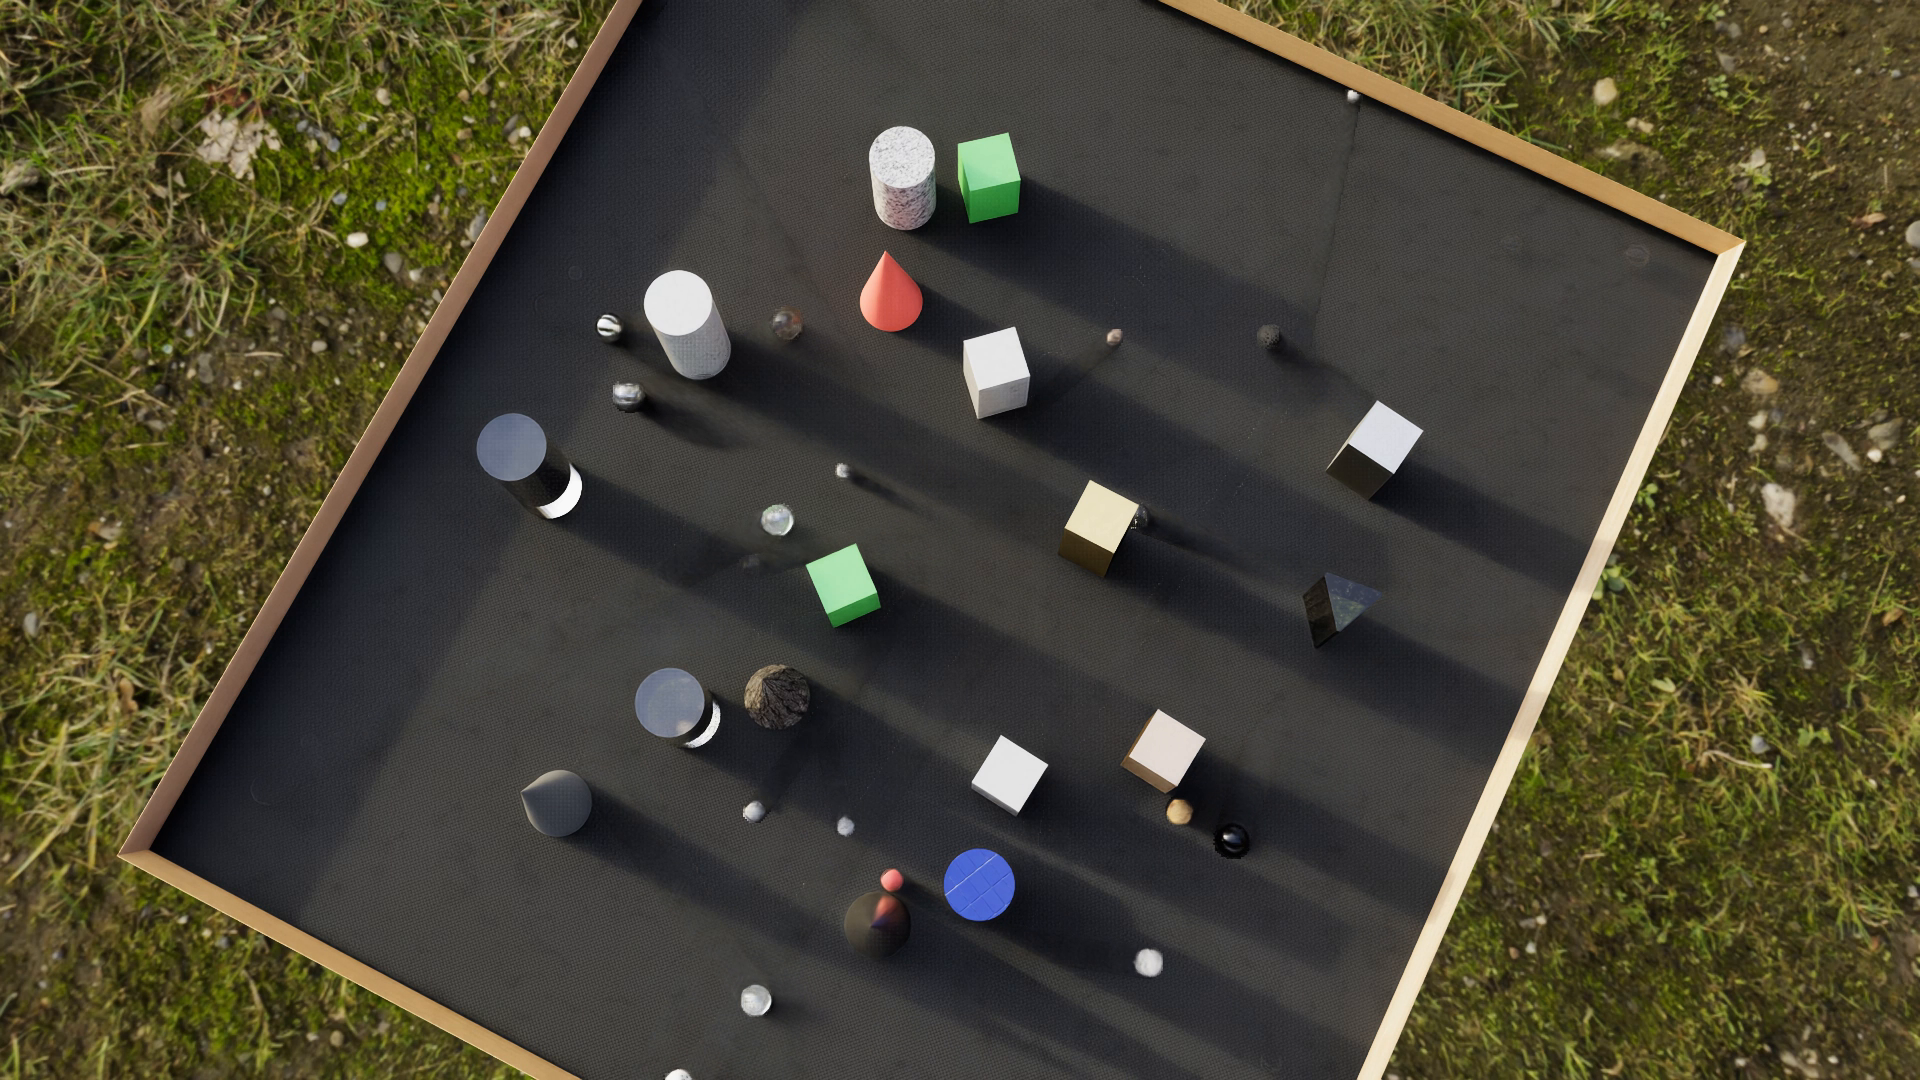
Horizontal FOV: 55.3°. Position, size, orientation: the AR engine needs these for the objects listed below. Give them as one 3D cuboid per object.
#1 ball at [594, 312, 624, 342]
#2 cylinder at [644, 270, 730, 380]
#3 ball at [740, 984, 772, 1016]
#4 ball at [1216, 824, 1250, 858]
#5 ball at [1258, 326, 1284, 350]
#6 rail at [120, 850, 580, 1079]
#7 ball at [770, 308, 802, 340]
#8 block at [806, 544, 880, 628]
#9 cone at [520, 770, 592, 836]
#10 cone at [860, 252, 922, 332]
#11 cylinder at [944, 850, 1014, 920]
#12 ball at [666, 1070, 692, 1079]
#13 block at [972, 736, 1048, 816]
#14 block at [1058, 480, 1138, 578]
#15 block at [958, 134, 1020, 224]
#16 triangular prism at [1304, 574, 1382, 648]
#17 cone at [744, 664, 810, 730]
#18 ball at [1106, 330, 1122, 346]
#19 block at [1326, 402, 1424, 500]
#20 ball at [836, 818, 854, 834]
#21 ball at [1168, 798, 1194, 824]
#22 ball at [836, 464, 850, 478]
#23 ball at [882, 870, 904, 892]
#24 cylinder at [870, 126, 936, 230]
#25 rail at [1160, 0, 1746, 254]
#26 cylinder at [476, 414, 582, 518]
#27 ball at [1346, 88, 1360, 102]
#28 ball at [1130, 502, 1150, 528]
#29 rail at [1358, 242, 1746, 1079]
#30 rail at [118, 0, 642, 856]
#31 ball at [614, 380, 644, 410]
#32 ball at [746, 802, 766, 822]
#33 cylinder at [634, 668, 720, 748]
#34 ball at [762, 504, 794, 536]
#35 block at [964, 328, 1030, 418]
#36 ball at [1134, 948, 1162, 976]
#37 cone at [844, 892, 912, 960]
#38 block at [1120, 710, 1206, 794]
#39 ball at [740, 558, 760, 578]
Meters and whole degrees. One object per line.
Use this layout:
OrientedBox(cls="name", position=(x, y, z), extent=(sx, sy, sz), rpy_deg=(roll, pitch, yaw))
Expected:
OrientedBox(cls="ball", position=(-1.092, -0.662, 5.706), extent=(0.093, 0.093, 0.093), rpy_deg=(0, 78, 0))
OrientedBox(cls="cylinder", position=(-0.816, -0.641, 5.523), extent=(0.197, 0.444, 0.197), rpy_deg=(0, 78, 0))
OrientedBox(cls="ball", position=(-0.590, 1.331, 5.296), extent=(0.089, 0.089, 0.089), rpy_deg=(0, 78, 0))
OrientedBox(cls="ball", position=(0.801, 0.882, 5.384), extent=(0.099, 0.099, 0.099), rpy_deg=(0, 78, 0))
OrientedBox(cls="ball", position=(0.968, -0.628, 5.708), extent=(0.076, 0.076, 0.076), rpy_deg=(0, 78, 0))
OrientedBox(cls="rail", position=(-0.852, 1.676, 5.203), extent=(3.521, 0.128, 0.045), rpy_deg=(26, 80, 5))
OrientedBox(cls="ball", position=(-0.542, -0.673, 5.706), extent=(0.098, 0.098, 0.098), rpy_deg=(0, 78, 0))
OrientedBox(cls="block", position=(-0.344, 0.139, 5.451), extent=(0.158, 0.267, 0.158), rpy_deg=(-23, 79, -5))
OrientedBox(cls="cone", position=(-1.194, 0.734, 5.216), extent=(0.197, 0.487, 0.197), rpy_deg=(0, 78, 0))
OrientedBox(cls="cone", position=(-0.216, -0.797, 5.553), extent=(0.197, 0.448, 0.197), rpy_deg=(0, 78, 0))
OrientedBox(cls="cylinder", position=(0.054, 0.990, 5.245), extent=(0.197, 0.326, 0.197), rpy_deg=(0, 78, 0))
OrientedBox(cls="ball", position=(-0.807, 1.562, 5.251), extent=(0.083, 0.083, 0.083), rpy_deg=(0, 78, 0))
OrientedBox(cls="block", position=(0.142, 0.691, 5.343), extent=(0.158, 0.256, 0.158), rpy_deg=(32, 80, 6))
OrientedBox(cls="block", position=(0.405, -0.027, 5.421), extent=(0.158, 0.393, 0.158), rpy_deg=(28, 80, 5))
OrientedBox(cls="block", position=(0.089, -1.126, 5.714), extent=(0.158, 0.265, 0.158), rpy_deg=(-13, 79, -3))
OrientedBox(cls="triangular prism", position=(1.095, 0.186, 5.404), extent=(0.171, 0.341, 0.148), rpy_deg=(-39, 81, -7))
OrientedBox(cls="cone", position=(-0.551, 0.430, 5.312), extent=(0.197, 0.422, 0.197), rpy_deg=(0, 78, 0))
OrientedBox(cls="ball", position=(0.481, -0.631, 5.723), extent=(0.047, 0.047, 0.047), rpy_deg=(0, 78, 0))
OrientedBox(cls="block", position=(1.237, -0.264, 5.494), extent=(0.158, 0.346, 0.158), rpy_deg=(35, 80, 7))
OrientedBox(cls="ball", position=(-0.340, 0.845, 5.416), extent=(0.050, 0.050, 0.050), rpy_deg=(0, 78, 0))
OrientedBox(cls="ball", position=(0.651, 0.802, 5.412), extent=(0.076, 0.076, 0.076), rpy_deg=(0, 78, 0))
OrientedBox(cls="ball", position=(-0.359, -0.211, 5.638), extent=(0.043, 0.043, 0.043), rpy_deg=(0, 78, 0))
OrientedBox(cls="ball", position=(-0.197, 1.000, 5.378), extent=(0.063, 0.063, 0.063), rpy_deg=(0, 78, 0))
OrientedBox(cls="cylinder", position=(-0.174, -1.115, 5.672), extent=(0.197, 0.343, 0.197), rpy_deg=(0, 78, 0))
OrientedBox(cls="rail", position=(0.852, -1.663, 5.894), extent=(3.521, 0.128, 0.045), rpy_deg=(26, 80, 5))
OrientedBox(cls="cylinder", position=(-1.265, -0.213, 5.409), extent=(0.197, 0.492, 0.197), rpy_deg=(0, 78, 0))
OrientedBox(cls="ball", position=(1.265, -1.428, 5.890), extent=(0.044, 0.044, 0.044), rpy_deg=(0, 78, 0))
OrientedBox(cls="ball", position=(0.540, -0.075, 5.592), extent=(0.079, 0.079, 0.079), rpy_deg=(0, 78, 0))
OrientedBox(cls="rail", position=(1.553, 0.767, 5.391), extent=(0.045, 0.128, 3.860), rpy_deg=(26, 80, 5))
OrientedBox(cls="rail", position=(-1.553, -0.754, 5.706), extent=(0.045, 0.128, 3.860), rpy_deg=(26, 80, 5))
OrientedBox(cls="ball", position=(-1.021, -0.446, 5.662), extent=(0.092, 0.092, 0.092), rpy_deg=(0, 78, 0))
OrientedBox(cls="ball", position=(-0.605, 0.802, 5.421), extent=(0.057, 0.057, 0.057), rpy_deg=(0, 78, 0))
OrientedBox(cls="cylinder", position=(-0.819, 0.493, 5.338), extent=(0.197, 0.346, 0.197), rpy_deg=(0, 78, 0))
OrientedBox(cls="ball", position=(-0.556, -0.059, 5.581), extent=(0.095, 0.095, 0.095), rpy_deg=(0, 78, 0))
OrientedBox(cls="block", position=(0.109, -0.503, 5.559), extent=(0.158, 0.317, 0.158), rpy_deg=(-16, 79, -3))
OrientedBox(cls="ball", position=(0.547, 1.227, 5.321), extent=(0.081, 0.081, 0.081), rpy_deg=(0, 78, 0))
OrientedBox(cls="cone", position=(-0.242, 1.090, 5.182), extent=(0.197, 0.409, 0.197), rpy_deg=(0, 78, 0))
OrientedBox(cls="block", position=(0.587, 0.618, 5.333), extent=(0.158, 0.304, 0.158), rpy_deg=(32, 80, 6))
OrientedBox(cls="ball", position=(-0.639, 0.083, 5.569), extent=(0.059, 0.059, 0.059), rpy_deg=(0, 78, 0))
